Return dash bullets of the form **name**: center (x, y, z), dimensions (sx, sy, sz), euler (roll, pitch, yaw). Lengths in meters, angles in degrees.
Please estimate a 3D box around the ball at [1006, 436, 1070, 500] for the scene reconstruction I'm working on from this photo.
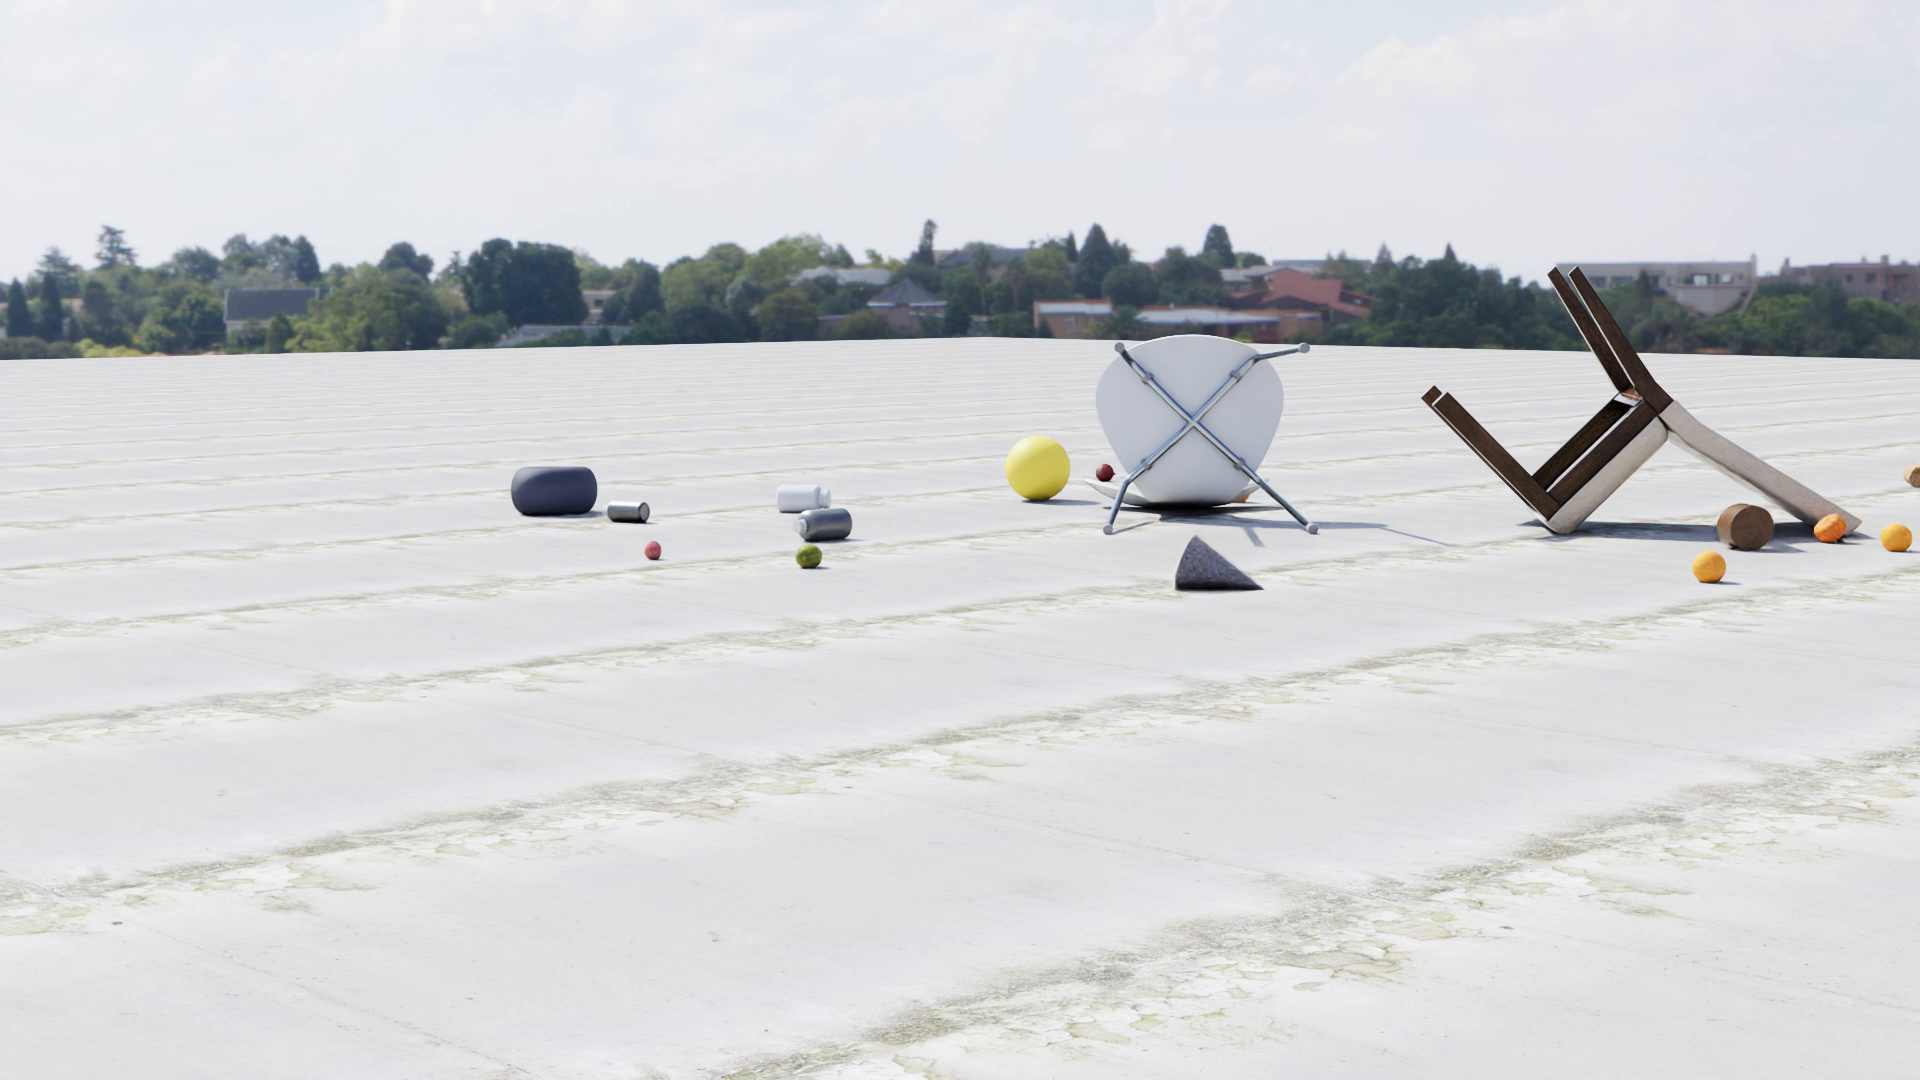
- **ball**: center (0.229, -0.211, 7.524), dimensions (0.192, 0.192, 0.192), euler (0, 6, 0)

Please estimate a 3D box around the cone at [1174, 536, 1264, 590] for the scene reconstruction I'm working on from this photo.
- **cone**: center (0.561, 0.075, 5.415), dimensions (0.179, 0.114, 0.149), euler (20, 18, 15)

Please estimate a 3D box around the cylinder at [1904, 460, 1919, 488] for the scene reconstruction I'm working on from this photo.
- **cylinder**: center (3.039, -0.213, 8.028), dimensions (0.149, 0.083, 0.128), euler (-19, 2, 13)

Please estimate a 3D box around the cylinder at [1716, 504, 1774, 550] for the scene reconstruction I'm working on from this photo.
- **cylinder**: center (1.895, -0.031, 6.192), dimensions (0.112, 0.106, 0.074), euler (-32, 10, -5)

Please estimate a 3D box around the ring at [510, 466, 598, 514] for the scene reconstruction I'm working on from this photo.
- **ring**: center (-1.128, -0.139, 7.137), dimensions (0.261, 0.129, 0.192), euler (-3, 5, -44)
